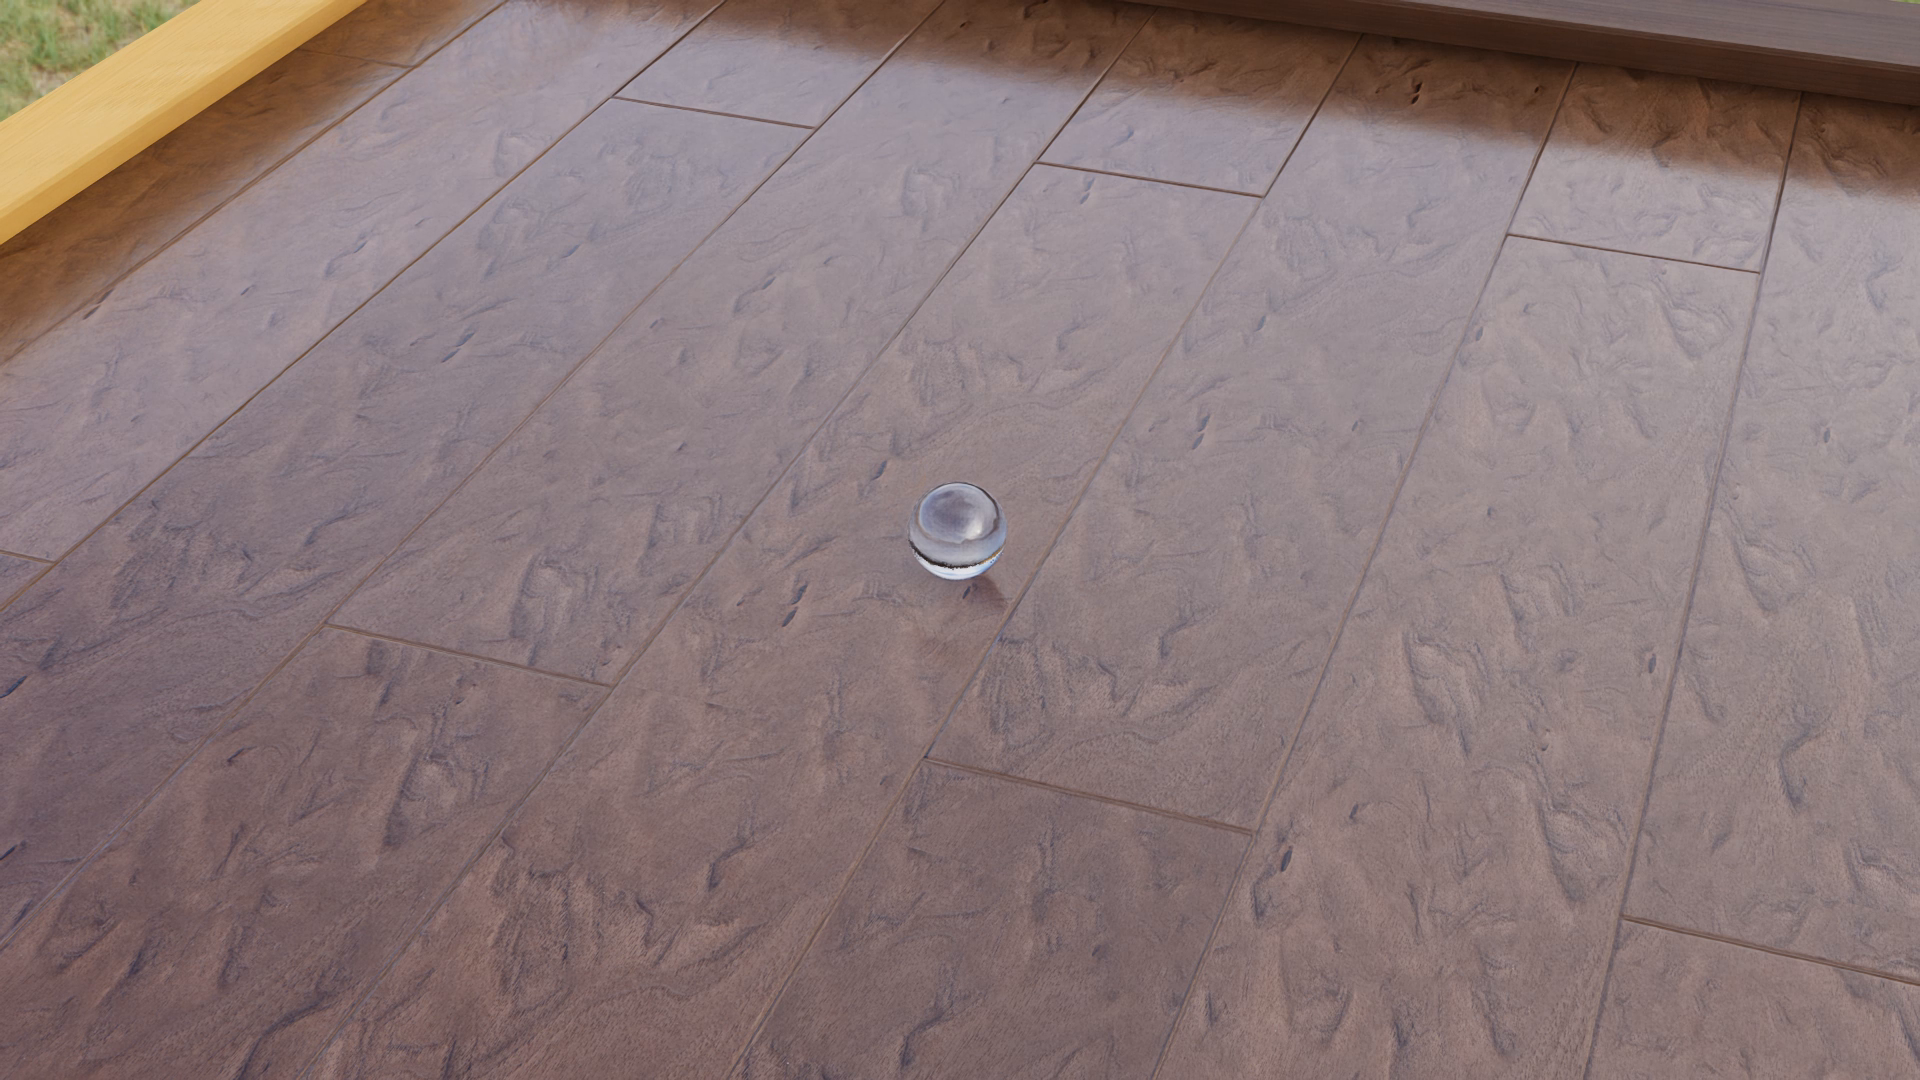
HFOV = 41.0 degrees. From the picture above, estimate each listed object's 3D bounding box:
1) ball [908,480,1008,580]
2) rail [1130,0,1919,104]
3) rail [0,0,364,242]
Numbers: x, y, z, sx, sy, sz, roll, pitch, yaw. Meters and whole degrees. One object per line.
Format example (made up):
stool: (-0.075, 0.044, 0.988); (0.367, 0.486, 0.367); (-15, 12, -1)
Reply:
ball: (-0.002, -0.007, 2.046); (0.079, 0.079, 0.079); (0, 33, 0)
rail: (1.450, -0.441, 2.677); (4.408, 0.114, 0.045); (11, 35, 17)
rail: (-1.014, -0.224, 2.344); (0.045, 0.114, 2.476); (11, 35, 17)
